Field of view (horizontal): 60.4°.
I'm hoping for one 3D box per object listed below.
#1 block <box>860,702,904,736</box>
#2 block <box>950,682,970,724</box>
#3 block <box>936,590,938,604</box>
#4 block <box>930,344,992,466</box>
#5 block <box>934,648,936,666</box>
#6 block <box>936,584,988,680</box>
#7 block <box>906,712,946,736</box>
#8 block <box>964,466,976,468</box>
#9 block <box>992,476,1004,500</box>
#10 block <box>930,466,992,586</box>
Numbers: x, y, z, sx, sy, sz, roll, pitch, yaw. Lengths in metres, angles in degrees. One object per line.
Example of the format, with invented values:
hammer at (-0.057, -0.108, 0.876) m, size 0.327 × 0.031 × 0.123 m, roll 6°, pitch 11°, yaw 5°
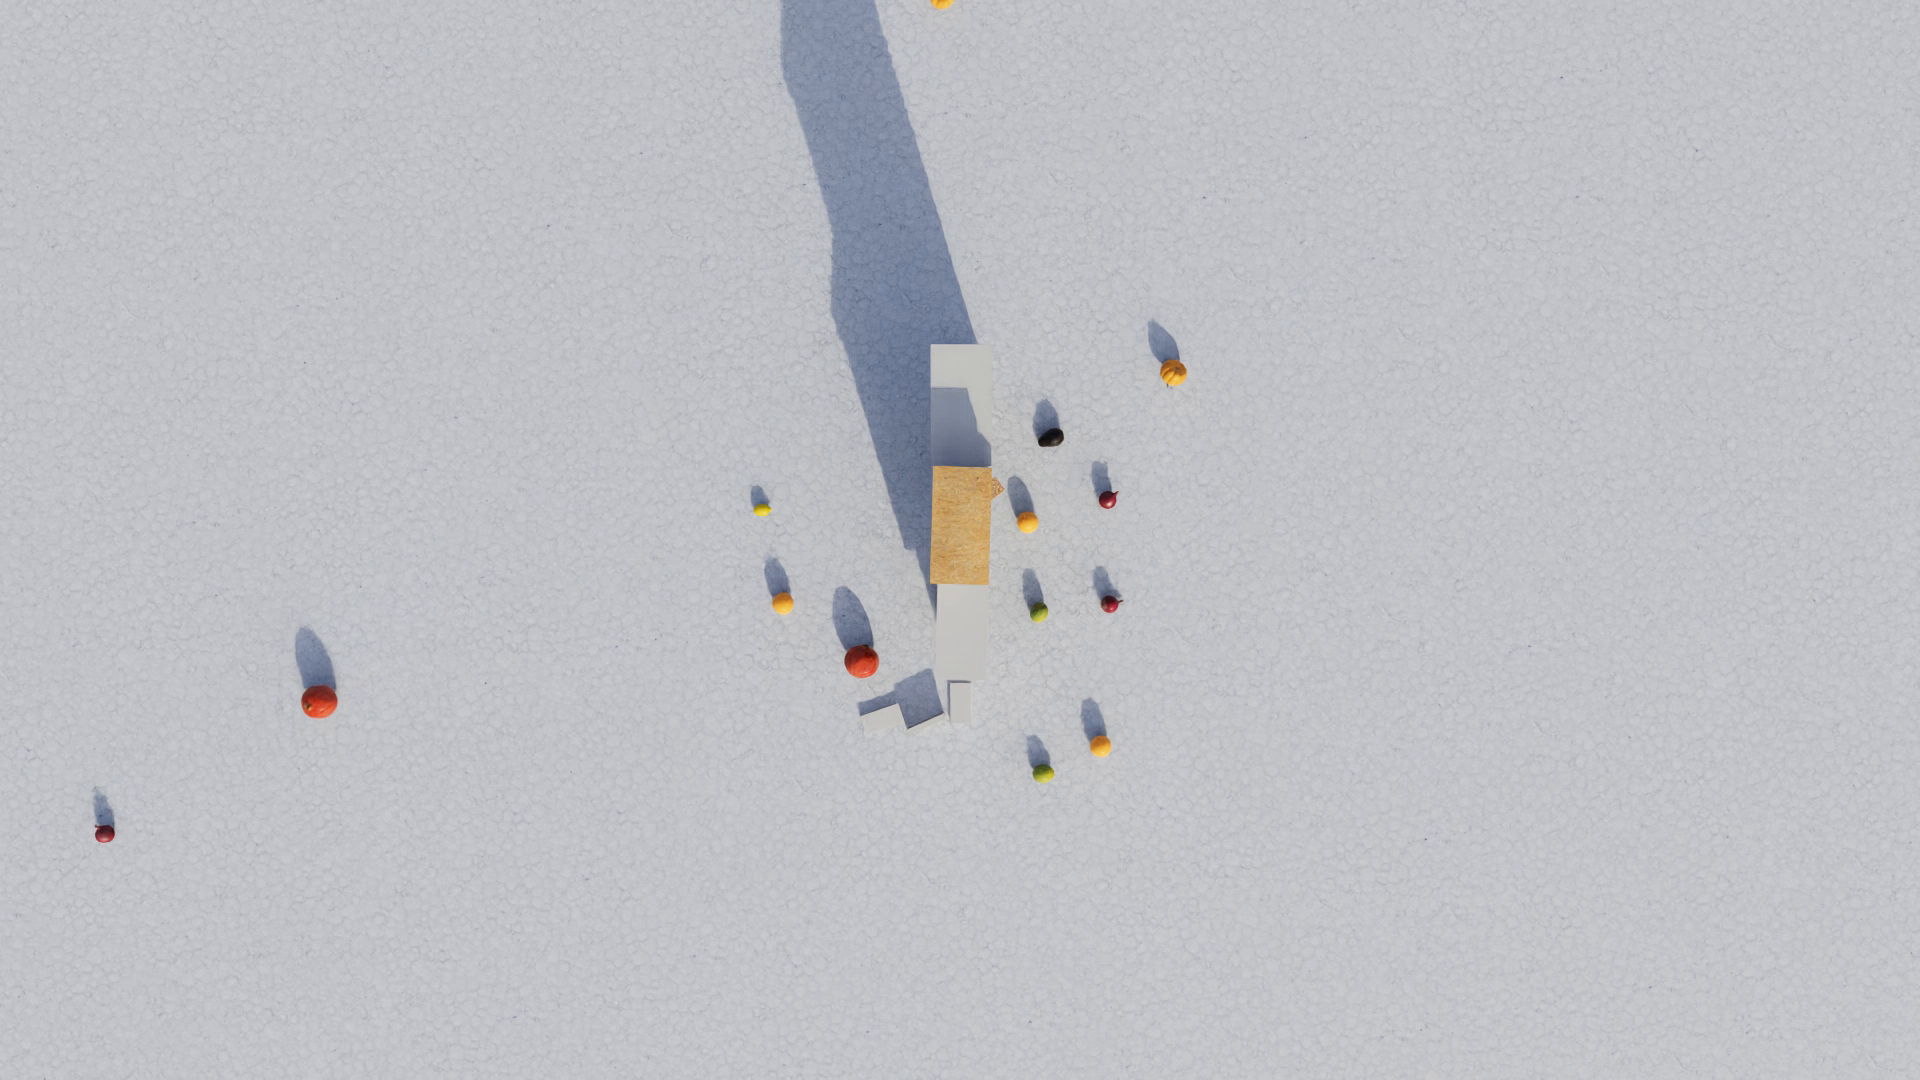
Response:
block at (-0.257, 0.596, 5.491) m, size 0.134 × 0.019 × 0.067 m, roll -19°, pitch 90°, yaw 0°
block at (0.002, 0.543, 5.491) m, size 0.067 × 0.019 × 0.134 m, roll 0°, pitch 90°, yaw 0°
block at (0.005, 0.171, 5.165) m, size 0.152 × 0.304 × 0.043 m, roll -3°, pitch 90°, yaw 0°
block at (0.003, -0.396, 4.869) m, size 0.178 × 0.050 × 0.356 m, roll 0°, pitch 90°, yaw 0°
block at (-0.002, 0.360, 5.176) m, size 0.152 × 0.329 × 0.043 m, roll -7°, pitch 90°, yaw 0°
block at (0.005, 0.269, 4.990) m, size 0.152 × 0.043 × 0.304 m, roll 2°, pitch 90°, yaw 0°
block at (-0.113, 0.608, 5.466) m, size 0.134 × 0.067 × 0.019 m, roll -24°, pitch 90°, yaw 0°
block at (-0.005, -0.324, 5.266) m, size 0.109 × 0.031 × 0.219 m, roll 0°, pitch 90°, yaw 0°
block at (0.048, -0.115, 4.951) m, size 0.169 × 0.338 × 0.048 m, roll -36°, pitch 90°, yaw 0°
block at (0.003, -0.041, 4.758) m, size 0.169 × 0.048 × 0.338 m, roll 2°, pitch 90°, yaw 0°
